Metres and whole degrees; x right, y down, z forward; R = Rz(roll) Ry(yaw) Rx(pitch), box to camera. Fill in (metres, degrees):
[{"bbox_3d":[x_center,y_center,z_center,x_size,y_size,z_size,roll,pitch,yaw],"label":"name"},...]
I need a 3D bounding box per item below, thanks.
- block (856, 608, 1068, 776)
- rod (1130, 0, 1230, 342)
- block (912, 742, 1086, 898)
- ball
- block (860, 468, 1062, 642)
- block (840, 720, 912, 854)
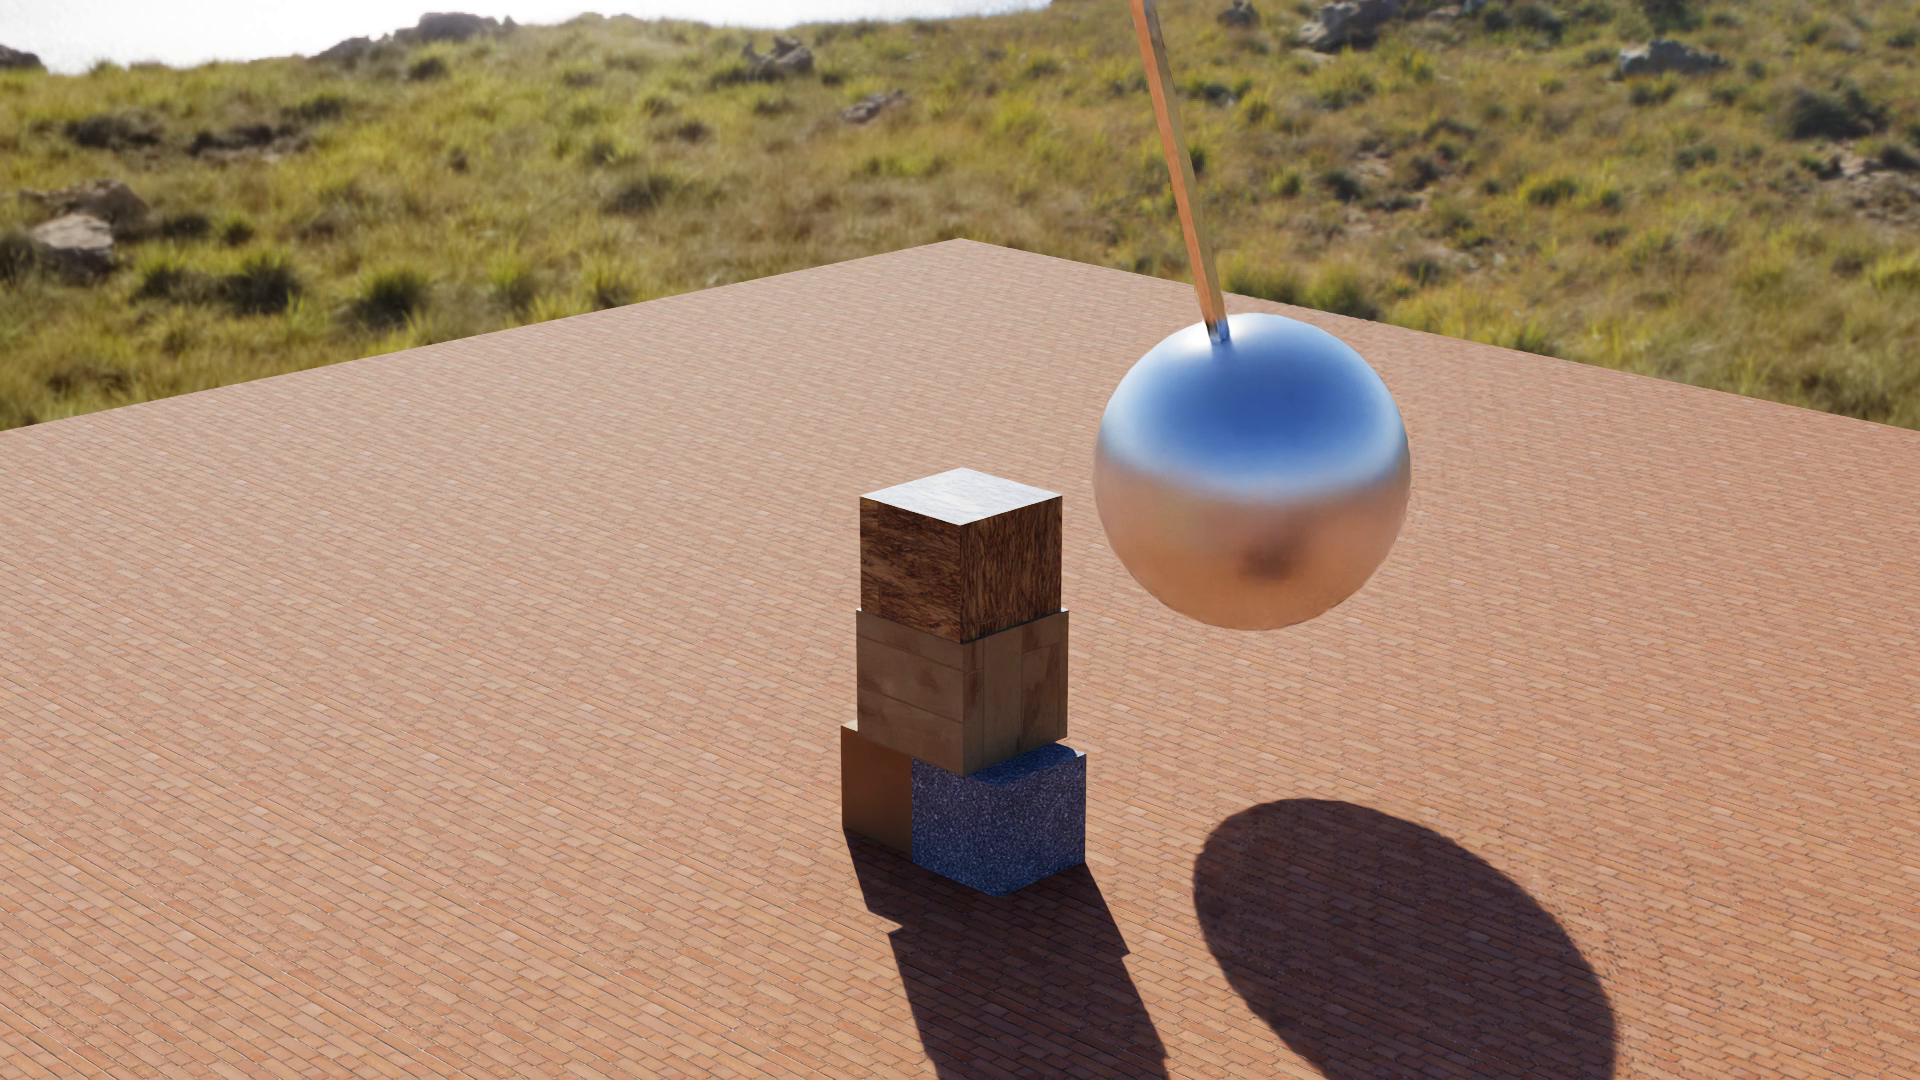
[{"bbox_3d":[0.011,0.617,13.547,0.688,0.627,0.694,-17,24,-42],"label":"block"},{"bbox_3d":[0.636,-3.135,13.023,0.080,5.200,0.080,17,44,42],"label":"rod"},{"bbox_3d":[0.179,1.237,13.515,0.582,0.536,0.554,-17,24,-42],"label":"block"},{"bbox_3d":[1.467,-0.341,14.772,1.600,1.600,1.600,0,17,0],"label":"ball"},{"bbox_3d":[0.005,0.059,13.366,0.658,0.548,0.642,-17,24,-42],"label":"block"},{"bbox_3d":[-0.202,1.125,13.901,0.489,0.518,0.534,-17,24,-42],"label":"block"}]
